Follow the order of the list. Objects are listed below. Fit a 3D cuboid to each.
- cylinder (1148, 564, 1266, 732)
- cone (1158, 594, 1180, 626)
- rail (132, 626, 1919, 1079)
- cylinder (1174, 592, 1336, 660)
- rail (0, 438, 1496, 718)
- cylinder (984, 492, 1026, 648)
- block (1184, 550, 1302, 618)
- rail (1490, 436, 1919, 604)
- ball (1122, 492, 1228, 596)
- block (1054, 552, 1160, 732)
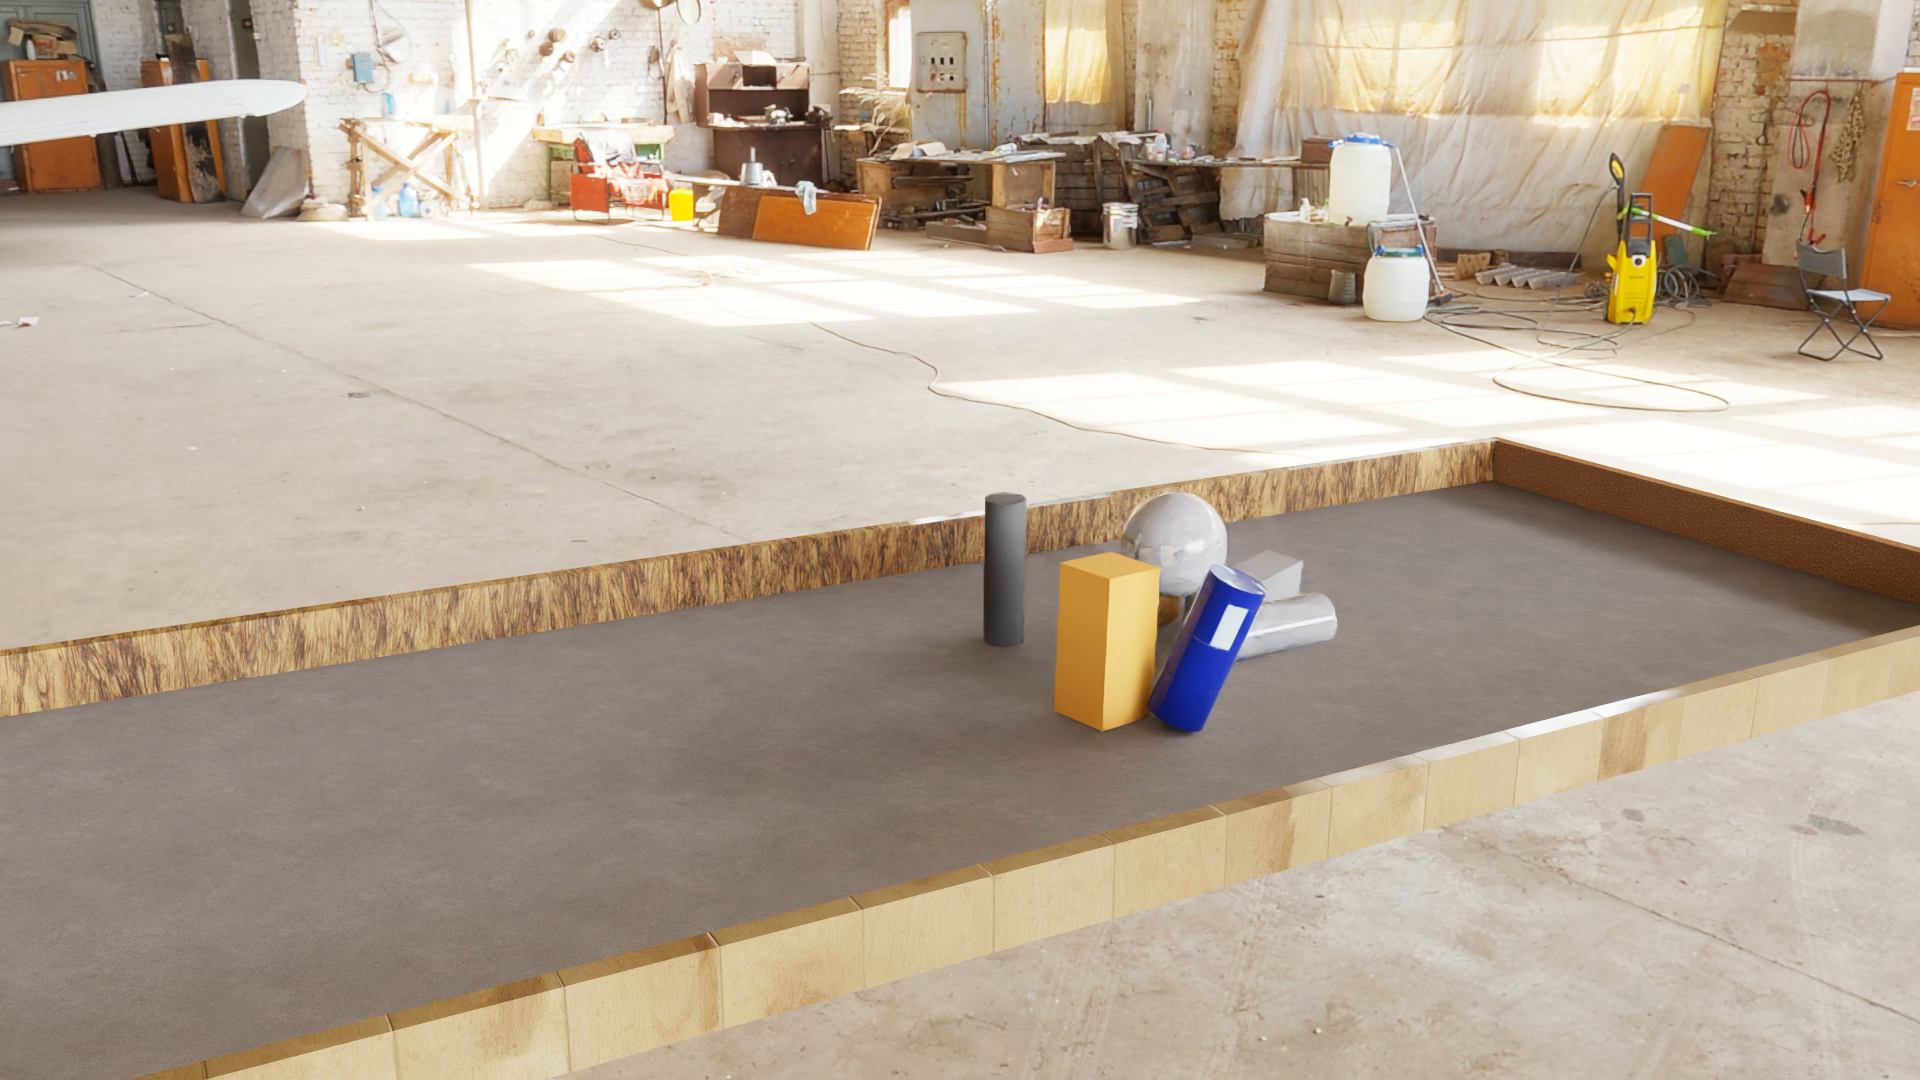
[{"bbox_3d":[0.569,0.250,3.810,0.141,0.366,0.141,19,19,-7],"label":"cylinder"},{"bbox_3d":[0.606,0.151,4.752,0.101,0.101,0.440,4,10,13],"label":"cone"},{"bbox_3d":[-2.336,1.006,1.665,12.000,0.150,0.050,-9,18,-27],"label":"rail"},{"bbox_3d":[0.769,0.234,4.292,0.409,0.132,0.132,-9,19,-21],"label":"cylinder"},{"bbox_3d":[-3.305,0.497,3.399,12.000,0.150,0.050,-9,18,-27],"label":"rail"},{"bbox_3d":[0.118,0.080,4.376,0.109,0.397,0.109,0,18,0],"label":"cylinder"},{"bbox_3d":[0.793,0.150,4.606,0.116,0.116,0.428,19,26,36],"label":"block"},{"bbox_3d":[2.466,-0.048,5.253,0.050,0.150,2.100,-9,18,-27],"label":"rail"},{"bbox_3d":[0.571,0.011,4.386,0.279,0.279,0.279,0,16,0],"label":"ball"},{"bbox_3d":[0.345,0.236,3.889,0.164,0.368,0.164,-11,20,-38],"label":"block"}]
